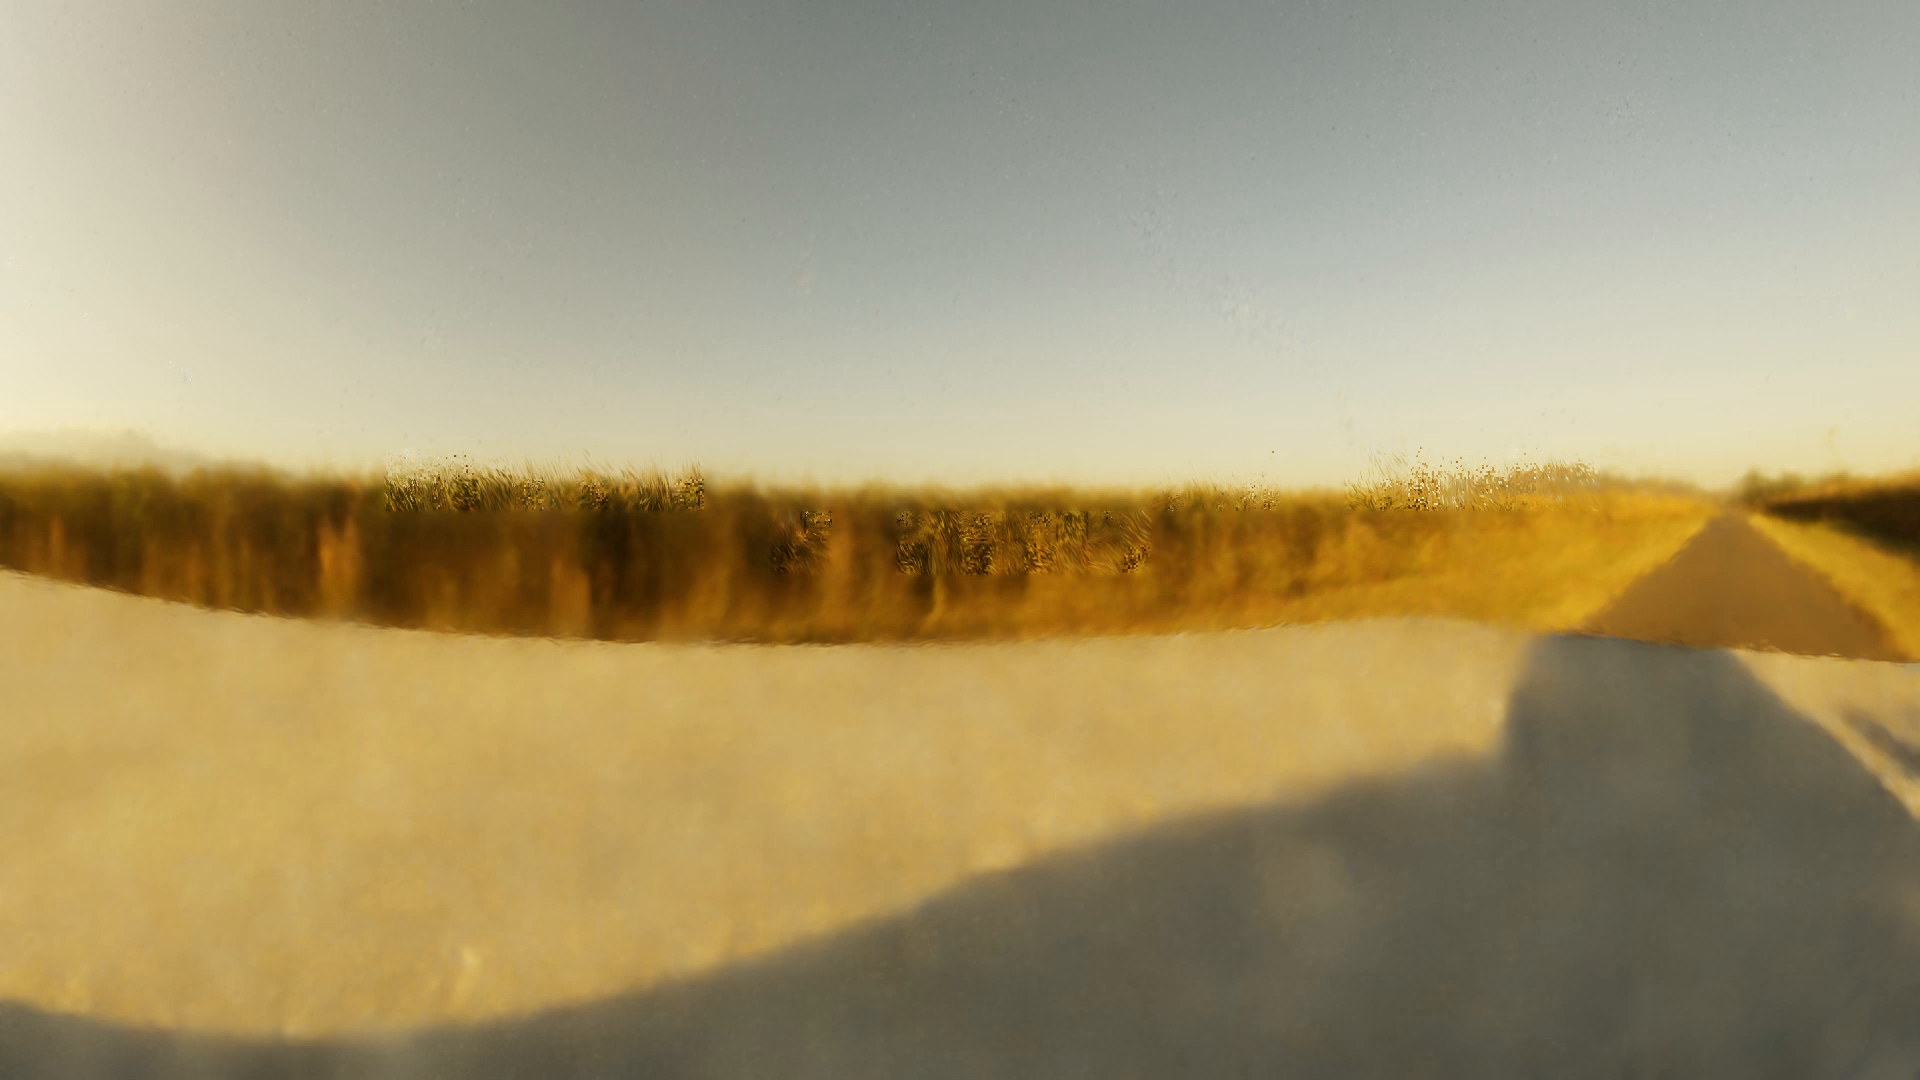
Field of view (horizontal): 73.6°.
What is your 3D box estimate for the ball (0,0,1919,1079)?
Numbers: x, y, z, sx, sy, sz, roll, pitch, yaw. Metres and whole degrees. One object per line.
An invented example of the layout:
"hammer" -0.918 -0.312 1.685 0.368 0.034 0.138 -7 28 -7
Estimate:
"ball" 0.000 -0.002 0.056 0.080 0.080 0.080 0 4 0
